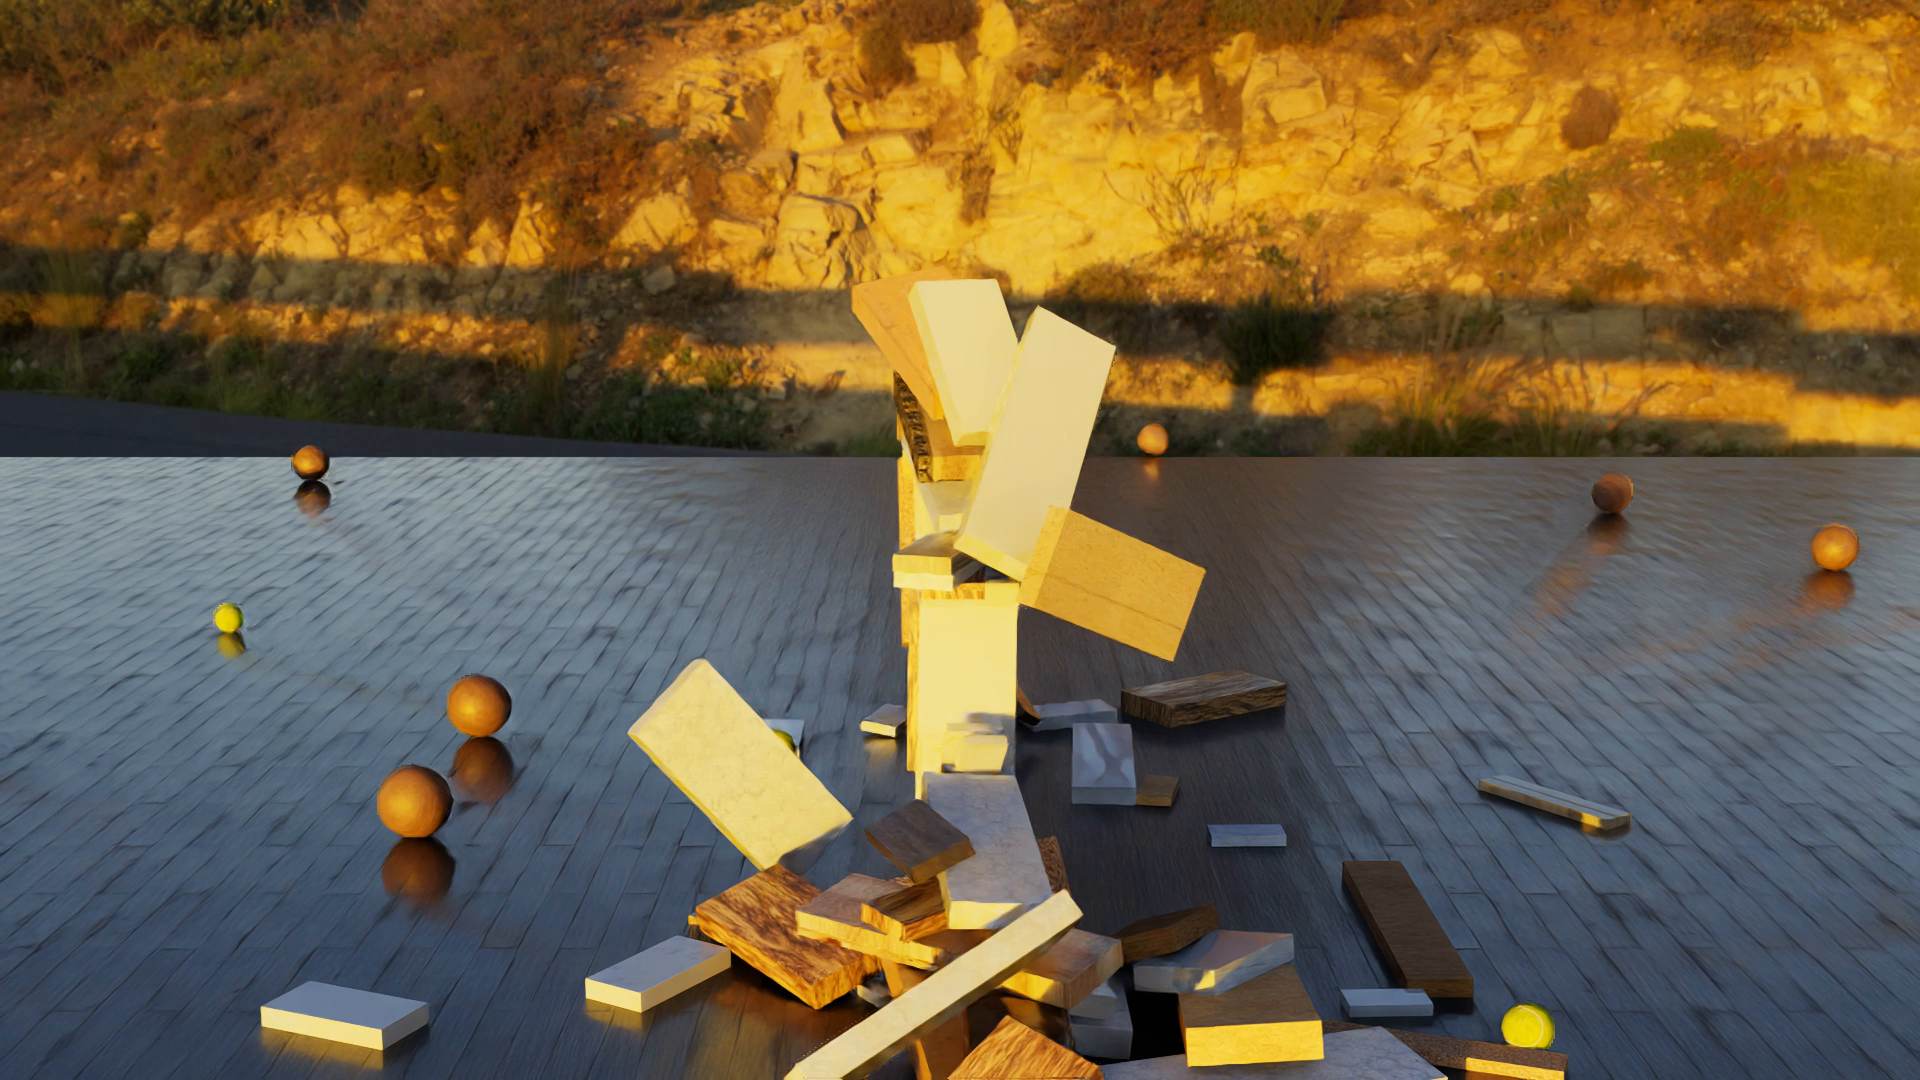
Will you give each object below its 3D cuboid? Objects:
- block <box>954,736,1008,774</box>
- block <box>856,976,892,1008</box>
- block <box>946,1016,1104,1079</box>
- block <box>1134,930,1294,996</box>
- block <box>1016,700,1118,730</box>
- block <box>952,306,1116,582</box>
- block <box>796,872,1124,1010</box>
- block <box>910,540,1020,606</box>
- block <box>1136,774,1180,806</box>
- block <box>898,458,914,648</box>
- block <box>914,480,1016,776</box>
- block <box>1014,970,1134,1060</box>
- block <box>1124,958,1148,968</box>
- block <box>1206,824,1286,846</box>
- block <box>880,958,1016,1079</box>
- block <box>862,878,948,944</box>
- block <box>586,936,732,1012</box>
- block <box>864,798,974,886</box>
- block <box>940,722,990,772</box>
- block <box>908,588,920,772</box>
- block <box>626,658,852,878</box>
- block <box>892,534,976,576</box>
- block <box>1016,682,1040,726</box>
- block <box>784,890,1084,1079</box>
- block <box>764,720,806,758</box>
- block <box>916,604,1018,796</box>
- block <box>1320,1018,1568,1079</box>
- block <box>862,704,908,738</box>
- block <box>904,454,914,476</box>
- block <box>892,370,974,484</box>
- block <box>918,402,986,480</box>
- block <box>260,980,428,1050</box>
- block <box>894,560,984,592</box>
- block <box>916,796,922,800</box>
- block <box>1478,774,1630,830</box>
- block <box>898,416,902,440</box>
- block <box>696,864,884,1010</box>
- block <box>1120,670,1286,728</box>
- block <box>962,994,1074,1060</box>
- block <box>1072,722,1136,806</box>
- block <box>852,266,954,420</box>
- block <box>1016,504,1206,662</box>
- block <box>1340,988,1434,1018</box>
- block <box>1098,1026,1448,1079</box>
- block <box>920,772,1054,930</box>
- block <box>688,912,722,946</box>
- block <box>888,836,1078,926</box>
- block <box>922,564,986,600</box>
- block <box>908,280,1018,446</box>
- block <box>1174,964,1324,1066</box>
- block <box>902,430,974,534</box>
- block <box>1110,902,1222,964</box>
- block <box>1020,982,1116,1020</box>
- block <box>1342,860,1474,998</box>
[{"bbox_3d":[0.026,0.350,3.364,0.067,0.134,0.019,0,44,-16],"label":"block"},{"bbox_3d":[-0.053,0.656,3.263,0.192,0.019,0.067,-7,12,-32],"label":"block"},{"bbox_3d":[0.014,0.676,2.460,0.147,0.042,0.294,19,51,44],"label":"block"},{"bbox_3d":[0.367,0.605,3.155,0.126,0.036,0.253,-3,1,34],"label":"block"},{"bbox_3d":[0.230,0.377,4.740,0.196,0.028,0.098,-4,11,-20],"label":"block"},{"bbox_3d":[0.118,-0.148,3.338,0.142,0.040,0.489,27,50,-11],"label":"block"},{"bbox_3d":[-0.006,0.551,3.048,0.461,0.038,0.134,8,21,35],"label":"block"},{"bbox_3d":[0.005,0.051,3.548,0.152,0.043,0.304,0,12,-4],"label":"block"},{"bbox_3d":[0.379,0.480,4.212,0.067,0.019,0.133,2,11,12],"label":"block"},{"bbox_3d":[-0.023,0.021,3.958,0.169,0.338,0.048,-1,-13,-4],"label":"block"},{"bbox_3d":[0.008,0.150,3.740,0.169,0.516,0.048,0,-4,-2],"label":"block"},{"bbox_3d":[0.155,0.654,3.144,0.155,0.044,0.310,6,9,-1],"label":"block"},{"bbox_3d":[0.281,0.637,3.368,0.121,0.017,0.061,3,11,17],"label":"block"},{"bbox_3d":[0.513,0.529,3.943,0.133,0.019,0.067,0,11,-1],"label":"block"},{"bbox_3d":[0.003,0.644,2.937,0.155,0.044,0.474,7,14,-12],"label":"block"},{"bbox_3d":[-0.034,0.506,3.049,0.185,0.026,0.093,-12,20,-40],"label":"block"},{"bbox_3d":[-0.449,0.646,3.285,0.105,0.030,0.210,7,12,32],"label":"block"},{"bbox_3d":[-0.059,0.423,3.099,0.093,0.026,0.185,-26,20,-16],"label":"block"},{"bbox_3d":[0.005,0.341,3.397,0.067,0.134,0.019,3,34,-7],"label":"block"},{"bbox_3d":[-0.008,0.221,3.624,0.152,0.318,0.043,1,1,4],"label":"block"},{"bbox_3d":[-0.360,0.390,3.634,0.168,0.383,0.048,-48,21,-21],"label":"block"},{"bbox_3d":[-0.030,0.020,3.266,0.089,0.025,0.177,4,11,17],"label":"block"},{"bbox_3d":[0.109,0.318,4.597,0.151,0.021,0.076,56,13,32],"label":"block"},{"bbox_3d":[-0.042,0.583,2.742,0.443,0.042,0.147,-27,-18,-35],"label":"block"},{"bbox_3d":[-0.376,0.412,4.552,0.098,0.028,0.196,0,11,0],"label":"block"},{"bbox_3d":[0.011,0.249,3.459,0.152,0.304,0.043,1,3,-1],"label":"block"},{"bbox_3d":[0.608,0.698,3.041,0.446,0.017,0.061,4,11,21],"label":"block"},{"bbox_3d":[-0.147,0.383,4.686,0.076,0.021,0.151,10,13,16],"label":"block"},{"bbox_3d":[-0.010,-0.158,3.879,0.169,0.048,0.337,0,9,1],"label":"block"},{"bbox_3d":[-0.006,-0.196,3.633,0.169,0.048,0.338,-4,28,-7],"label":"block"},{"bbox_3d":[0.014,-0.179,3.509,0.142,0.040,0.283,-3,28,-5],"label":"block"},{"bbox_3d":[-0.875,0.675,3.129,0.210,0.030,0.105,5,11,23],"label":"block"},{"bbox_3d":[-0.010,0.027,3.363,0.089,0.025,0.336,4,12,15],"label":"block"},{"bbox_3d":[-0.002,0.398,3.881,0.150,0.300,0.042,0,11,0],"label":"block"},{"bbox_3d":[1.117,0.492,4.144,0.067,0.019,0.306,-7,13,-34],"label":"block"},{"bbox_3d":[-0.022,-0.225,3.993,0.169,0.048,0.338,0,9,1],"label":"block"},{"bbox_3d":[-0.248,0.595,3.328,0.155,0.044,0.310,-25,29,-32],"label":"block"},{"bbox_3d":[0.538,0.347,4.846,0.336,0.048,0.168,-7,13,-35],"label":"block"},{"bbox_3d":[0.075,0.652,2.769,0.134,0.038,0.268,9,13,-4],"label":"block"},{"bbox_3d":[0.284,0.441,4.375,0.121,0.034,0.456,1,11,3],"label":"block"},{"bbox_3d":[-0.035,-0.326,3.589,0.168,0.048,0.336,-15,43,-20],"label":"block"},{"bbox_3d":[0.222,0.066,3.203,0.294,0.147,0.042,22,-3,-39],"label":"block"},{"bbox_3d":[0.618,0.671,3.188,0.122,0.017,0.061,0,11,-3],"label":"block"},{"bbox_3d":[0.365,0.717,2.848,0.499,0.049,0.175,-3,11,-18],"label":"block"},{"bbox_3d":[0.035,0.439,3.147,0.142,0.040,0.427,3,17,-7],"label":"block"},{"bbox_3d":[-0.268,0.610,3.451,0.284,0.040,0.142,6,12,28],"label":"block"},{"bbox_3d":[0.025,0.552,3.336,0.284,0.040,0.142,-16,44,3],"label":"block"},{"bbox_3d":[-0.008,0.057,3.349,0.093,0.026,0.185,1,12,1],"label":"block"},{"bbox_3d":[0.025,-0.280,3.440,0.142,0.283,0.040,-4,-29,-24],"label":"block"},{"bbox_3d":[0.389,0.648,3.015,0.175,0.049,0.349,-4,1,3],"label":"block"},{"bbox_3d":[0.018,-0.107,3.568,0.169,0.048,0.360,-5,28,-9],"label":"block"},{"bbox_3d":[0.292,0.586,3.259,0.126,0.036,0.253,-18,-7,20],"label":"block"},{"bbox_3d":[0.112,0.590,3.098,0.126,0.036,0.253,14,12,-23],"label":"block"},{"bbox_3d":[0.703,0.609,3.489,0.098,0.028,0.534,0,11,0],"label":"block"}]
